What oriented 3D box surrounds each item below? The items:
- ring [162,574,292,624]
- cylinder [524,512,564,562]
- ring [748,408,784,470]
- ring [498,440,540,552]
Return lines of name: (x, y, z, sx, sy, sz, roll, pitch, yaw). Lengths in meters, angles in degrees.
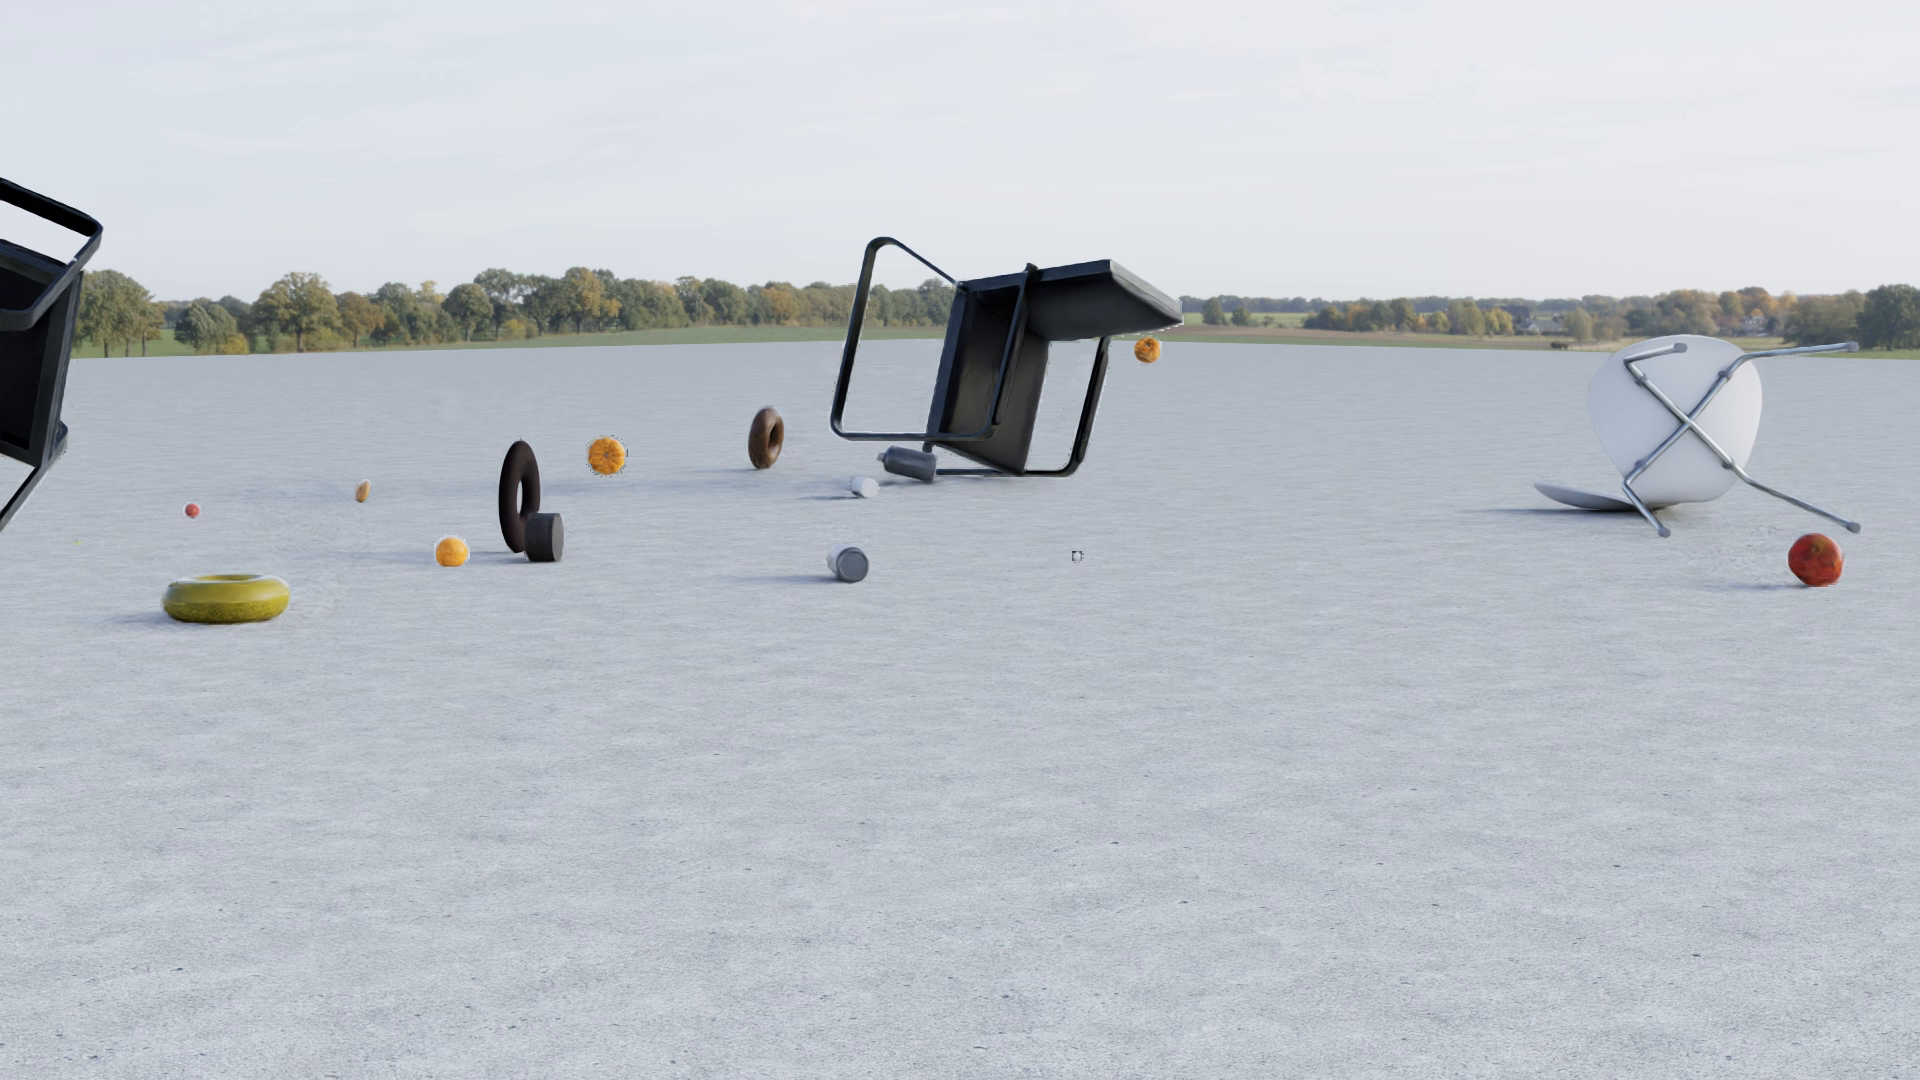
ring: (-1.415, 0.112, 4.952, 0.240, 0.080, 0.242, 2, 5, 24)
cylinder: (-0.962, -0.008, 5.938, 0.063, 0.113, 0.111, 1, 12, 5)
ring: (-0.661, -0.346, 8.738, 0.071, 0.214, 0.215, 9, -30, 15)
ring: (-1.043, -0.102, 6.075, 0.040, 0.285, 0.152, 12, 24, 21)
